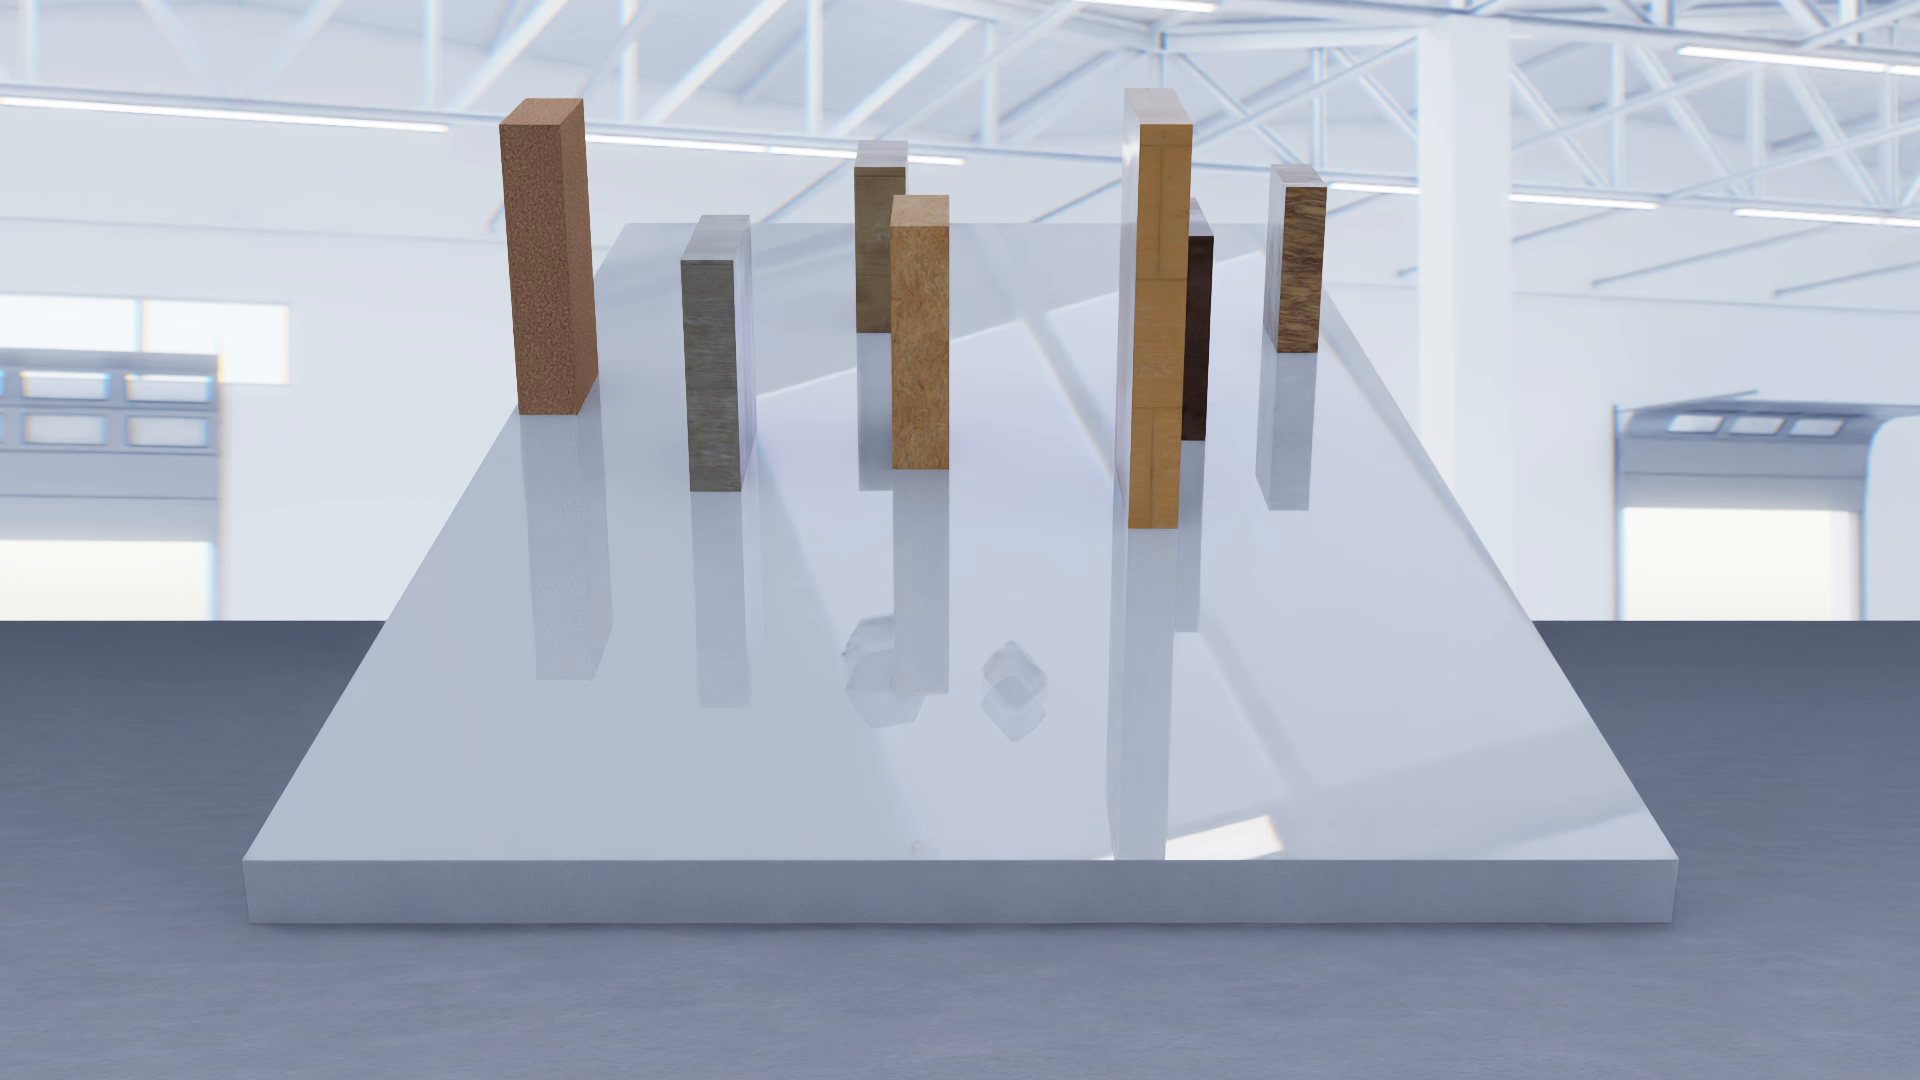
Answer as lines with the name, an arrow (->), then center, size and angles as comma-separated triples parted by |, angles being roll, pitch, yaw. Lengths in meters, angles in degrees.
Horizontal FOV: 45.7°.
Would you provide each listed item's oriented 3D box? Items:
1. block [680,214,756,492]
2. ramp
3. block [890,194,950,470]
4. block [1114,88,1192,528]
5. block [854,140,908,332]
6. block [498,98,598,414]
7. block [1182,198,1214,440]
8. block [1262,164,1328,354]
block -> -0.496, -0.394, 4.716 | 0.103, 0.479, 0.407 | 0, 21, 0
ramp -> -0.005, -0.212, 5.057 | 2.000, 0.100, 4.000 | 0, 21, 0
block -> -0.082, -0.441, 4.793 | 0.118, 0.515, 0.301 | 0, 21, 0
block -> 0.374, -0.459, 4.460 | 0.096, 0.784, 0.397 | 0, 21, 0
block -> -0.198, -0.781, 5.828 | 0.127, 0.421, 0.348 | 0, 21, 0
block -> -0.922, -0.642, 5.132 | 0.131, 0.650, 0.331 | 0, 21, 0
block -> 0.487, -0.494, 5.026 | 0.089, 0.451, 0.383 | 0, 21, 0
block -> 0.826, -0.699, 5.630 | 0.099, 0.411, 0.276 | 0, 21, 0
